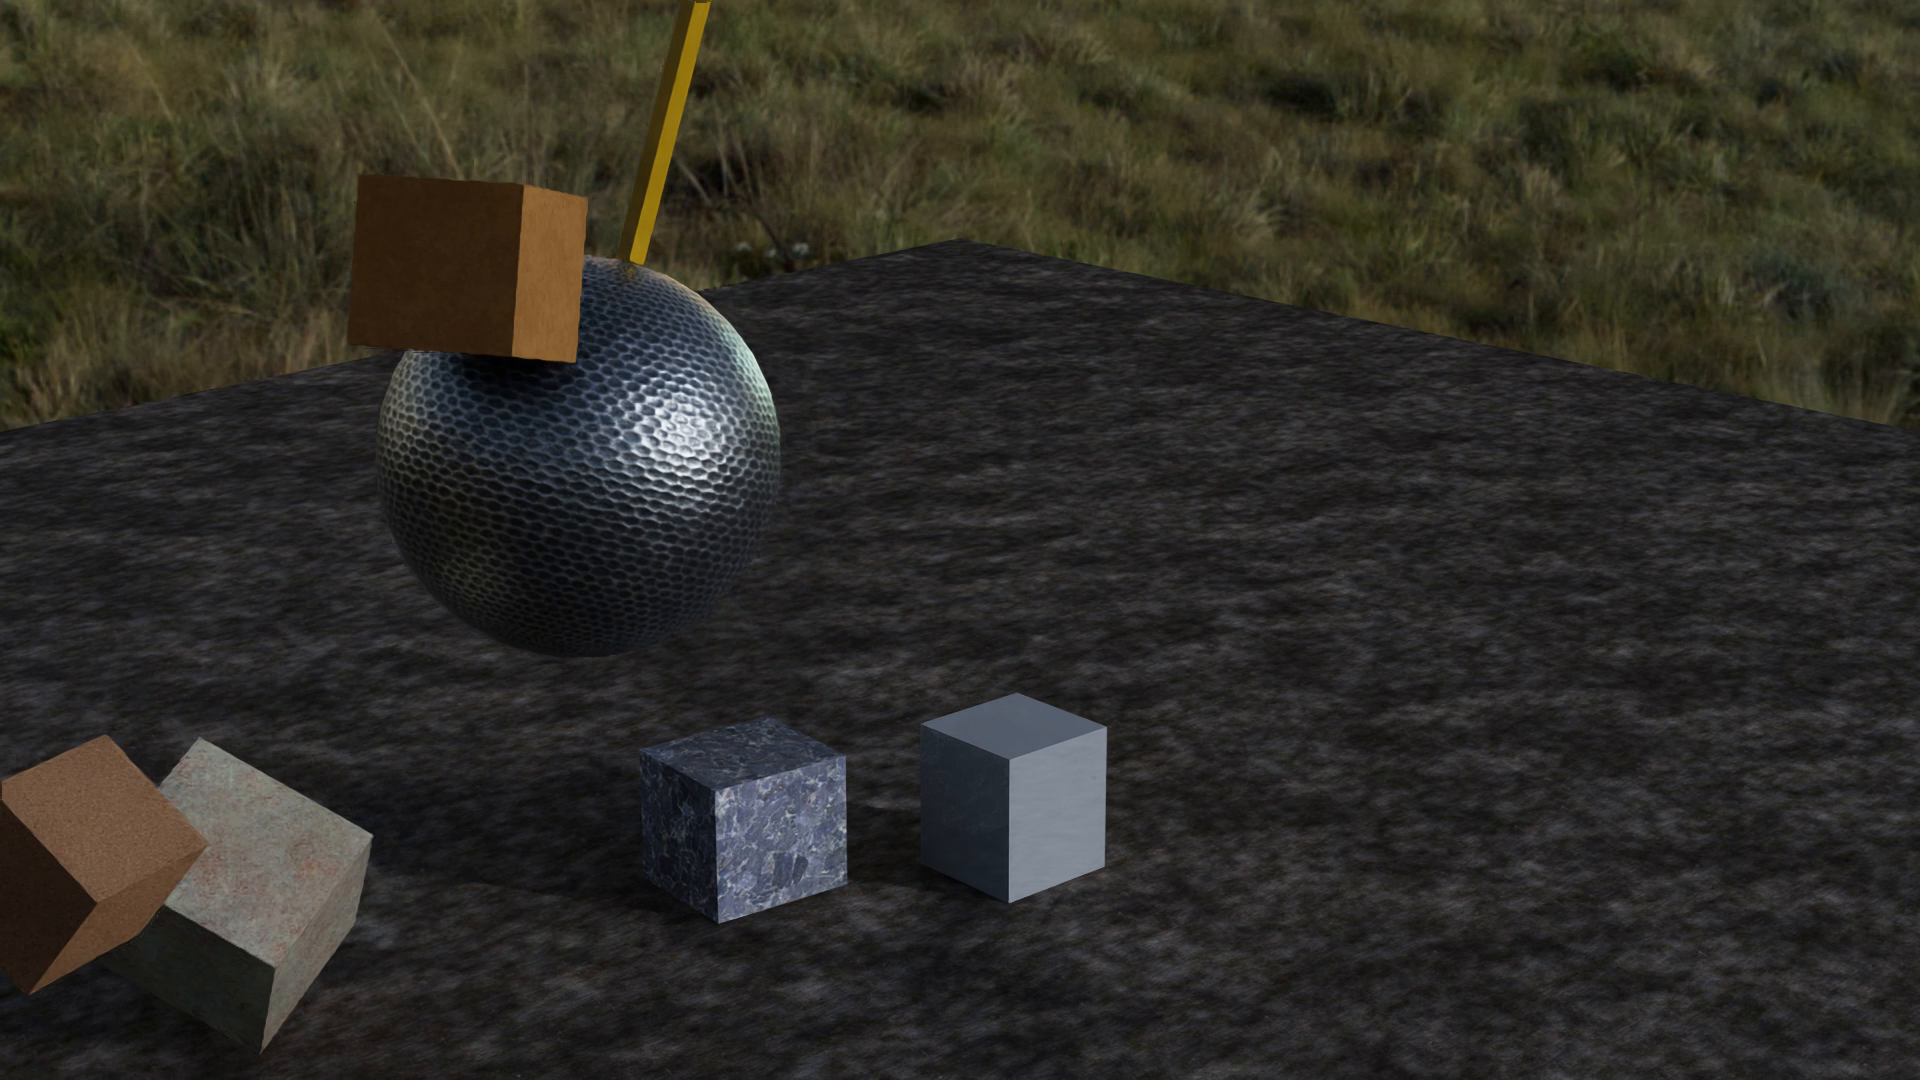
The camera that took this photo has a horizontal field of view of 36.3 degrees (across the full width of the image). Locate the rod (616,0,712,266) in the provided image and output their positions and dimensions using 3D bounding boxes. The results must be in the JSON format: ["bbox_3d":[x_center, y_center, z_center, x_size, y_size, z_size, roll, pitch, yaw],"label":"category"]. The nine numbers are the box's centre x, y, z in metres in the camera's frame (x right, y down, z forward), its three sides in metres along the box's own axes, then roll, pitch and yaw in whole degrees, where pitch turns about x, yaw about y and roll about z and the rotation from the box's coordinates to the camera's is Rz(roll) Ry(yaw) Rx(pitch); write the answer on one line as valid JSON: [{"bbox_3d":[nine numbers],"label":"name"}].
[{"bbox_3d":[-0.654,-3.617,11.519,0.080,5.200,0.080,17,3,42],"label":"rod"}]

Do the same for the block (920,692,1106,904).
[{"bbox_3d":[0.243,1.173,13.458,0.606,0.692,0.598,-15,23,-40],"label":"block"}]

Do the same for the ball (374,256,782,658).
[{"bbox_3d":[-1.510,-0.330,11.655,1.600,1.600,1.600,0,17,0],"label":"ball"}]

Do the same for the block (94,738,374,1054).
[{"bbox_3d":[-2.916,1.423,11.712,0.805,0.743,0.704,29,51,4],"label":"block"}]

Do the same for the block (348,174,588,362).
[{"bbox_3d":[-1.789,-0.985,10.687,0.652,0.609,0.539,5,3,17],"label":"block"}]

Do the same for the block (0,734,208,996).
[{"bbox_3d":[-3.240,1.171,10.639,0.568,0.541,0.629,45,26,7],"label":"block"}]

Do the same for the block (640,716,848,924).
[{"bbox_3d":[-0.981,1.257,13.294,0.698,0.631,0.625,-13,22,-35],"label":"block"}]
